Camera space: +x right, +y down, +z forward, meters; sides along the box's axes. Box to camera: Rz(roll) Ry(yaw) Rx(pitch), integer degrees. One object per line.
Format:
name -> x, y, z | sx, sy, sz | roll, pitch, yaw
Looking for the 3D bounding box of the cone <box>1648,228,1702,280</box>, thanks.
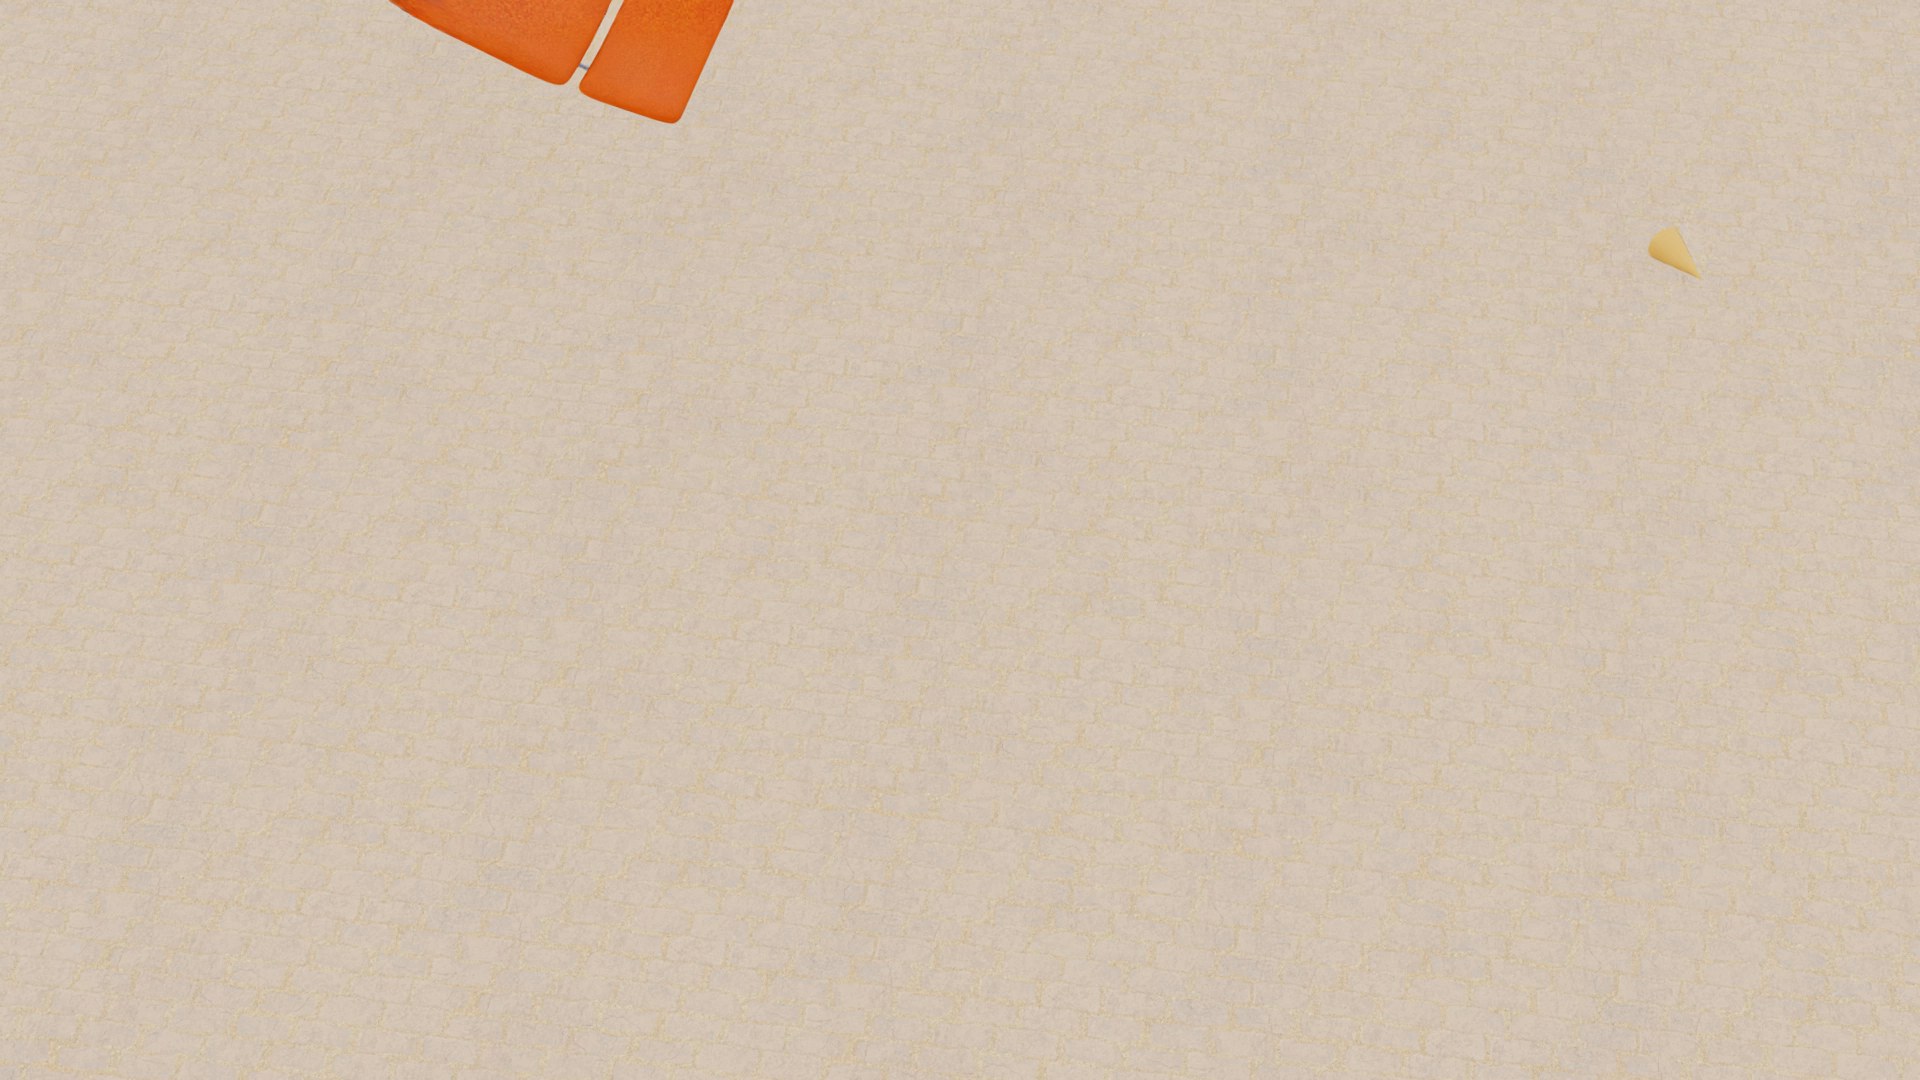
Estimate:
cone -> 1.324, -0.510, 4.026 | 0.065, 0.067, 0.134 | 3, 35, -22
